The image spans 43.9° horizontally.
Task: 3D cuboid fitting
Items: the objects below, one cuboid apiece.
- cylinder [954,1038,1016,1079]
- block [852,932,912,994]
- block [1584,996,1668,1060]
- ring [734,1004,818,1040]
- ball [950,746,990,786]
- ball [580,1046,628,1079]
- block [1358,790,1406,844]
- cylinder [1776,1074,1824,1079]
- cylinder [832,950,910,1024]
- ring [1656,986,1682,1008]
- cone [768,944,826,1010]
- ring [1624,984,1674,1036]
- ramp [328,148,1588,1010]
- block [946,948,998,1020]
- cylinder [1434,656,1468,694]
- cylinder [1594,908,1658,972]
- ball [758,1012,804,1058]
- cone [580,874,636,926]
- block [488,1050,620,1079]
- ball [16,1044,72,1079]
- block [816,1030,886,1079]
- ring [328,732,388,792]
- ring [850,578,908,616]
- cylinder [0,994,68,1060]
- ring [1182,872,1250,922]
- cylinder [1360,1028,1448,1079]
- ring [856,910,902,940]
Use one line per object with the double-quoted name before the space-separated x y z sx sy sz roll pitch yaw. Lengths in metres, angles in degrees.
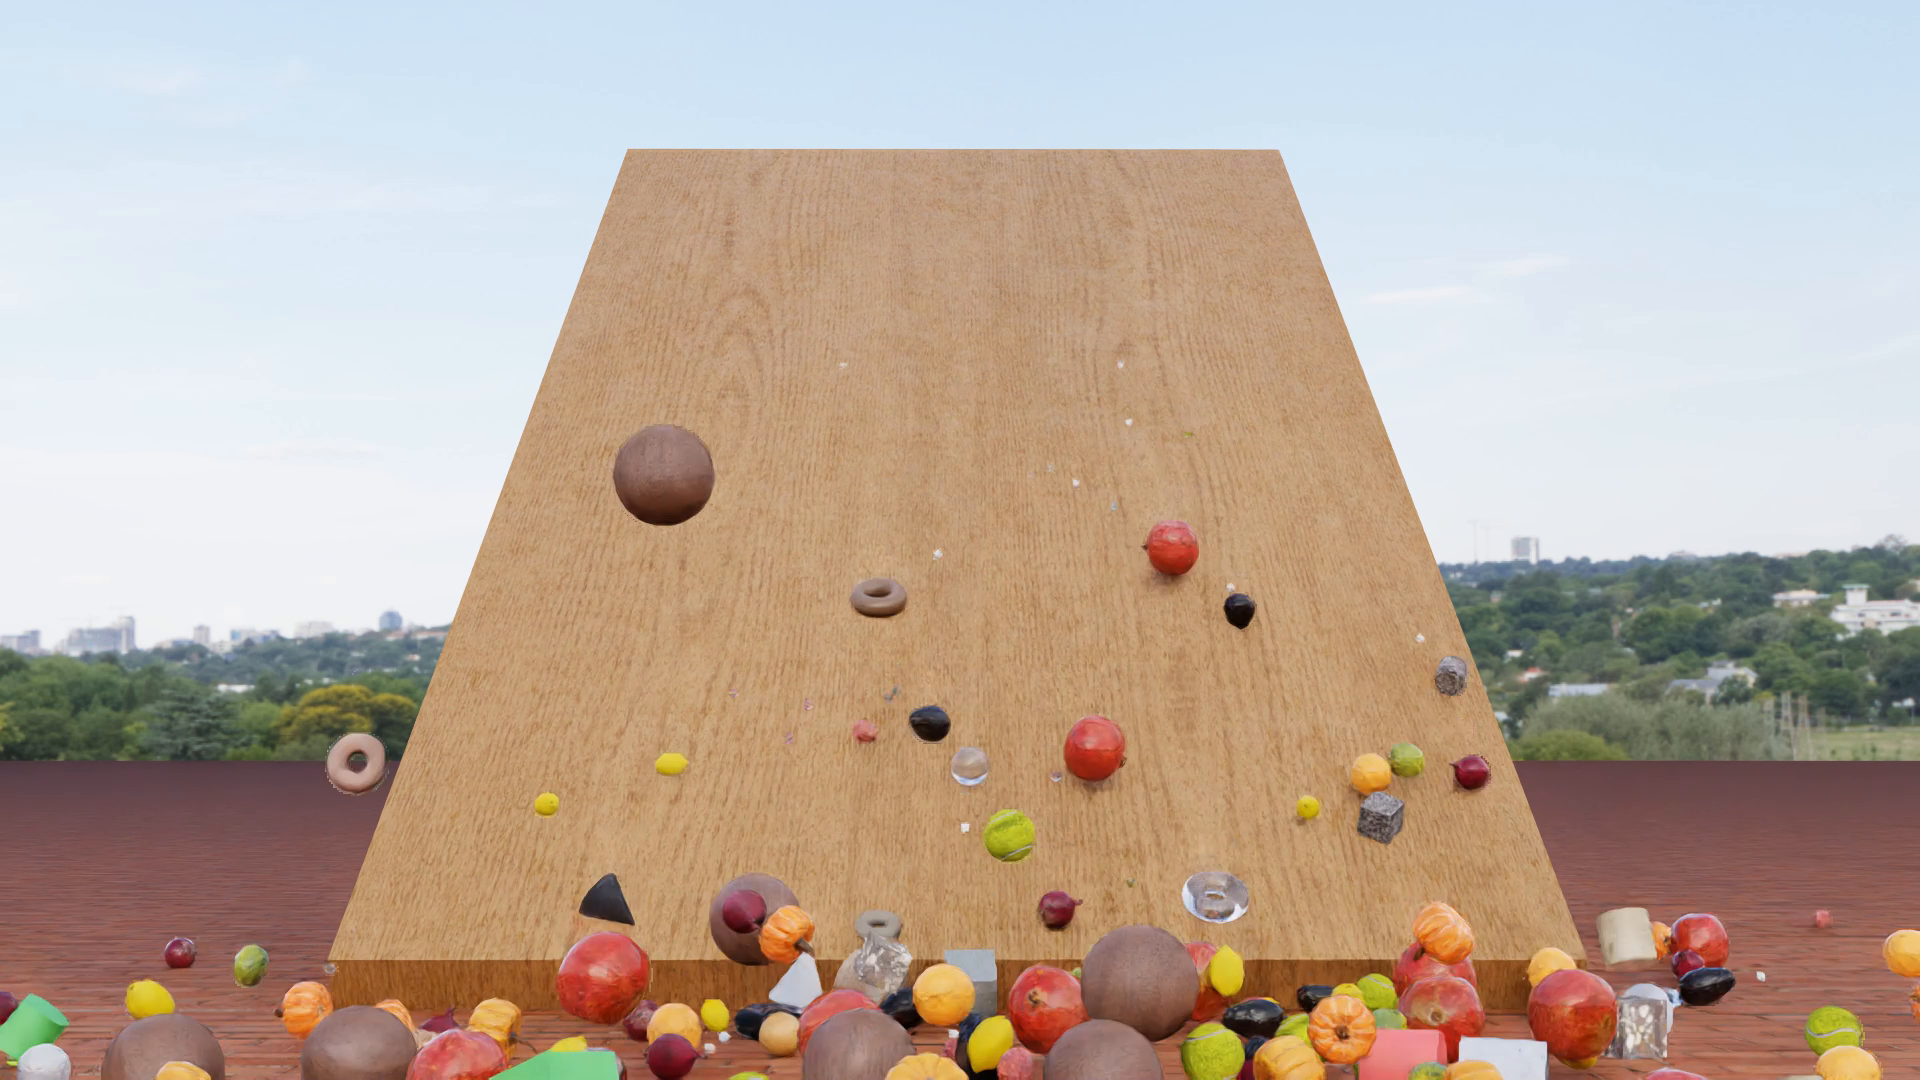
"cylinder" 0.031 0.644 2.934 0.060 0.060 0.060 2 -5 -15
"block" -0.111 0.607 3.421 0.058 0.058 0.058 24 3 -15
"block" 0.910 0.665 3.257 0.076 0.076 0.076 2 -6 -25
"ring" -0.267 0.698 3.447 0.122 0.041 0.122 4 -1 0
"ball" 0.018 0.400 4.212 0.069 0.069 0.069 0 -5 0
"ball" -0.379 0.560 2.481 0.065 0.065 0.065 0 -5 0
"block" 0.722 0.476 4.084 0.058 0.058 0.058 18 33 30
"cylinder" 0.870 0.590 2.469 0.059 0.059 0.059 -3 -25 -1
"cylinder" -0.135 0.679 3.625 0.084 0.084 0.084 22 4 24
"ring" 1.135 0.745 3.879 0.078 0.026 0.078 0 1 0
"cone" -0.235 0.649 3.578 0.090 0.090 0.090 13 1 0
"ring" 0.975 0.673 3.386 0.029 0.086 0.086 2 -5 -37
"ramp" -0.011 -0.223 5.573 2.000 0.100 4.000 0 28 0
"block" 0.017 0.685 3.670 0.076 0.076 0.076 -1 29 -3
"cylinder" 0.928 0.256 4.504 0.054 0.054 0.054 -2 27 20
"cylinder" 0.951 0.571 3.403 0.074 0.074 0.074 -5 -23 -2
"ball" -0.243 0.671 3.234 0.060 0.060 0.060 0 -5 0
"cone" -0.535 0.577 3.717 0.082 0.082 0.082 35 7 18
"block" -0.380 0.539 2.251 0.087 0.087 0.087 -30 -28 29
"ball" -1.099 0.636 2.859 0.062 0.062 0.062 0 -5 0
"block" -0.131 0.630 2.867 0.060 0.060 0.060 17 -8 -9
"ring" -1.225 0.453 4.845 0.122 0.122 0.041 0 -11 -1
"ring" -0.164 0.115 4.784 0.116 0.039 0.116 -1 29 0
"cylinder" -1.209 0.638 3.103 0.065 0.065 0.065 38 -6 5
"ring" 0.418 0.584 3.900 0.112 0.037 0.112 3 30 -2
"cylinder" 0.517 0.615 2.778 0.089 0.089 0.089 -2 -5 19
"ring" -0.131 0.622 3.838 0.075 0.025 0.075 1 28 -1
